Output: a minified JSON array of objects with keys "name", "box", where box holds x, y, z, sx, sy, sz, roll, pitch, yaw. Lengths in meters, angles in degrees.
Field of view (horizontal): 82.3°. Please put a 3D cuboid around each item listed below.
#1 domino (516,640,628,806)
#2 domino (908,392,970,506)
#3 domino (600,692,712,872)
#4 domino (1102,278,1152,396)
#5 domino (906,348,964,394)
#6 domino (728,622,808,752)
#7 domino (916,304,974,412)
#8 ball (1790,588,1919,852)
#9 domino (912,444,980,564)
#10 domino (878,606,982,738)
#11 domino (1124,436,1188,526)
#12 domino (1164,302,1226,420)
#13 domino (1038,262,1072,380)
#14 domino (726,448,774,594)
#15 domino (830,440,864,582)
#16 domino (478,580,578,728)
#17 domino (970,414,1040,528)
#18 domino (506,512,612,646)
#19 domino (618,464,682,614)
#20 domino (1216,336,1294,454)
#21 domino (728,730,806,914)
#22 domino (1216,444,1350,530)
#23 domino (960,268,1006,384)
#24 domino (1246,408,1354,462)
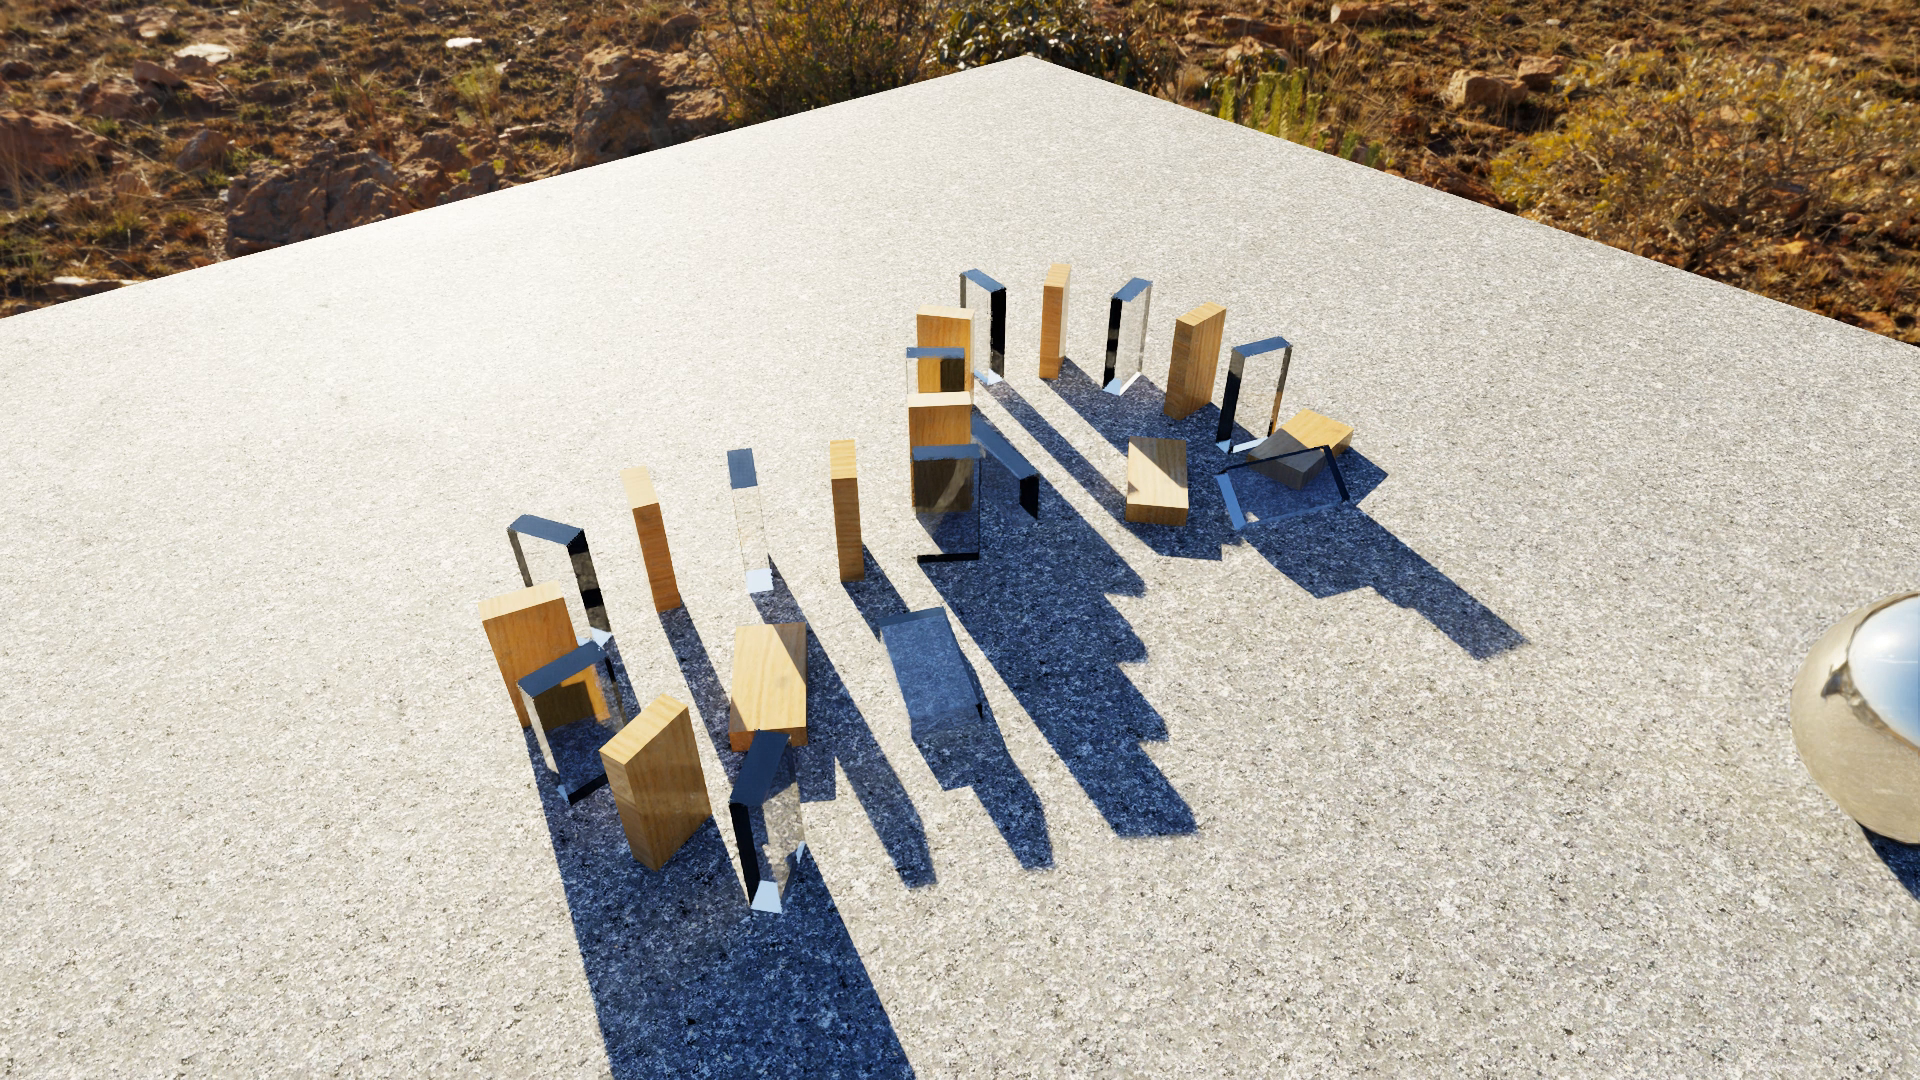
[{"name":"domino","box":[-0.118,0.057,0.342,0.025,0.050,0.010,-32,49,-33]},{"name":"domino","box":[-0.008,-0.037,0.457,0.025,0.050,0.009,-3,39,-4]},{"name":"domino","box":[-0.088,0.072,0.324,0.010,0.050,0.025,21,44,24]},{"name":"domino","box":[0.081,-0.098,0.531,0.010,0.050,0.025,22,44,24]},{"name":"domino","box":[-0.010,-0.061,0.486,0.025,0.050,0.009,0,39,0]},{"name":"domino","box":[-0.066,0.050,0.382,0.025,0.009,0.050,-4,39,-5]},{"name":"domino","box":[-0.006,-0.084,0.514,0.025,0.050,0.010,8,40,9]},{"name":"ball","box":[0.293,0.053,0.323,0.080,0.080,0.080,0,39,0]},{"name":"domino","box":[-0.005,-0.014,0.428,0.025,0.050,0.010,-2,39,-3]},{"name":"domino","box":[-0.011,0.045,0.388,0.025,0.010,0.050,-10,40,-12]},{"name":"domino","box":[0.085,-0.026,0.475,0.025,0.010,0.050,5,40,6]},{"name":"domino","box":[0.109,-0.083,0.513,0.025,0.050,0.009,-31,48,-32]},{"name":"domino","box":[0.047,-0.108,0.543,0.009,0.050,0.025,8,40,10]},{"name":"domino","box":[-0.080,-0.007,0.420,0.009,0.050,0.025,-9,40,-10]},{"name":"domino","box":[-0.043,-0.011,0.425,0.009,0.050,0.025,-4,39,-5]},{"name":"domino","box":[-0.139,0.038,0.365,0.025,0.050,0.009,-18,42,-20]},{"name":"domino","box":[0.016,-0.030,0.467,0.010,0.025,0.050,-21,44,-23]},{"name":"domino","box":[-0.142,0.015,0.393,0.025,0.050,0.009,14,41,16]},{"name":"domino","box":[-0.116,0.000,0.412,0.010,0.050,0.025,-16,42,-18]},{"name":"domino","box":[0.131,-0.064,0.490,0.025,0.050,0.009,-16,42,-19]},{"name":"domino","box":[-0.054,0.081,0.313,0.009,0.050,0.025,6,40,7]},{"name":"domino","box":[0.135,-0.022,0.461,0.050,0.010,0.025,-13,76,-15]},{"name":"domino","box":[0.011,-0.104,0.539,0.010,0.050,0.025,-23,45,-26]},{"name":"domino","box":[0.152,-0.041,0.493,0.025,0.009,0.050,30,48,32]}]
